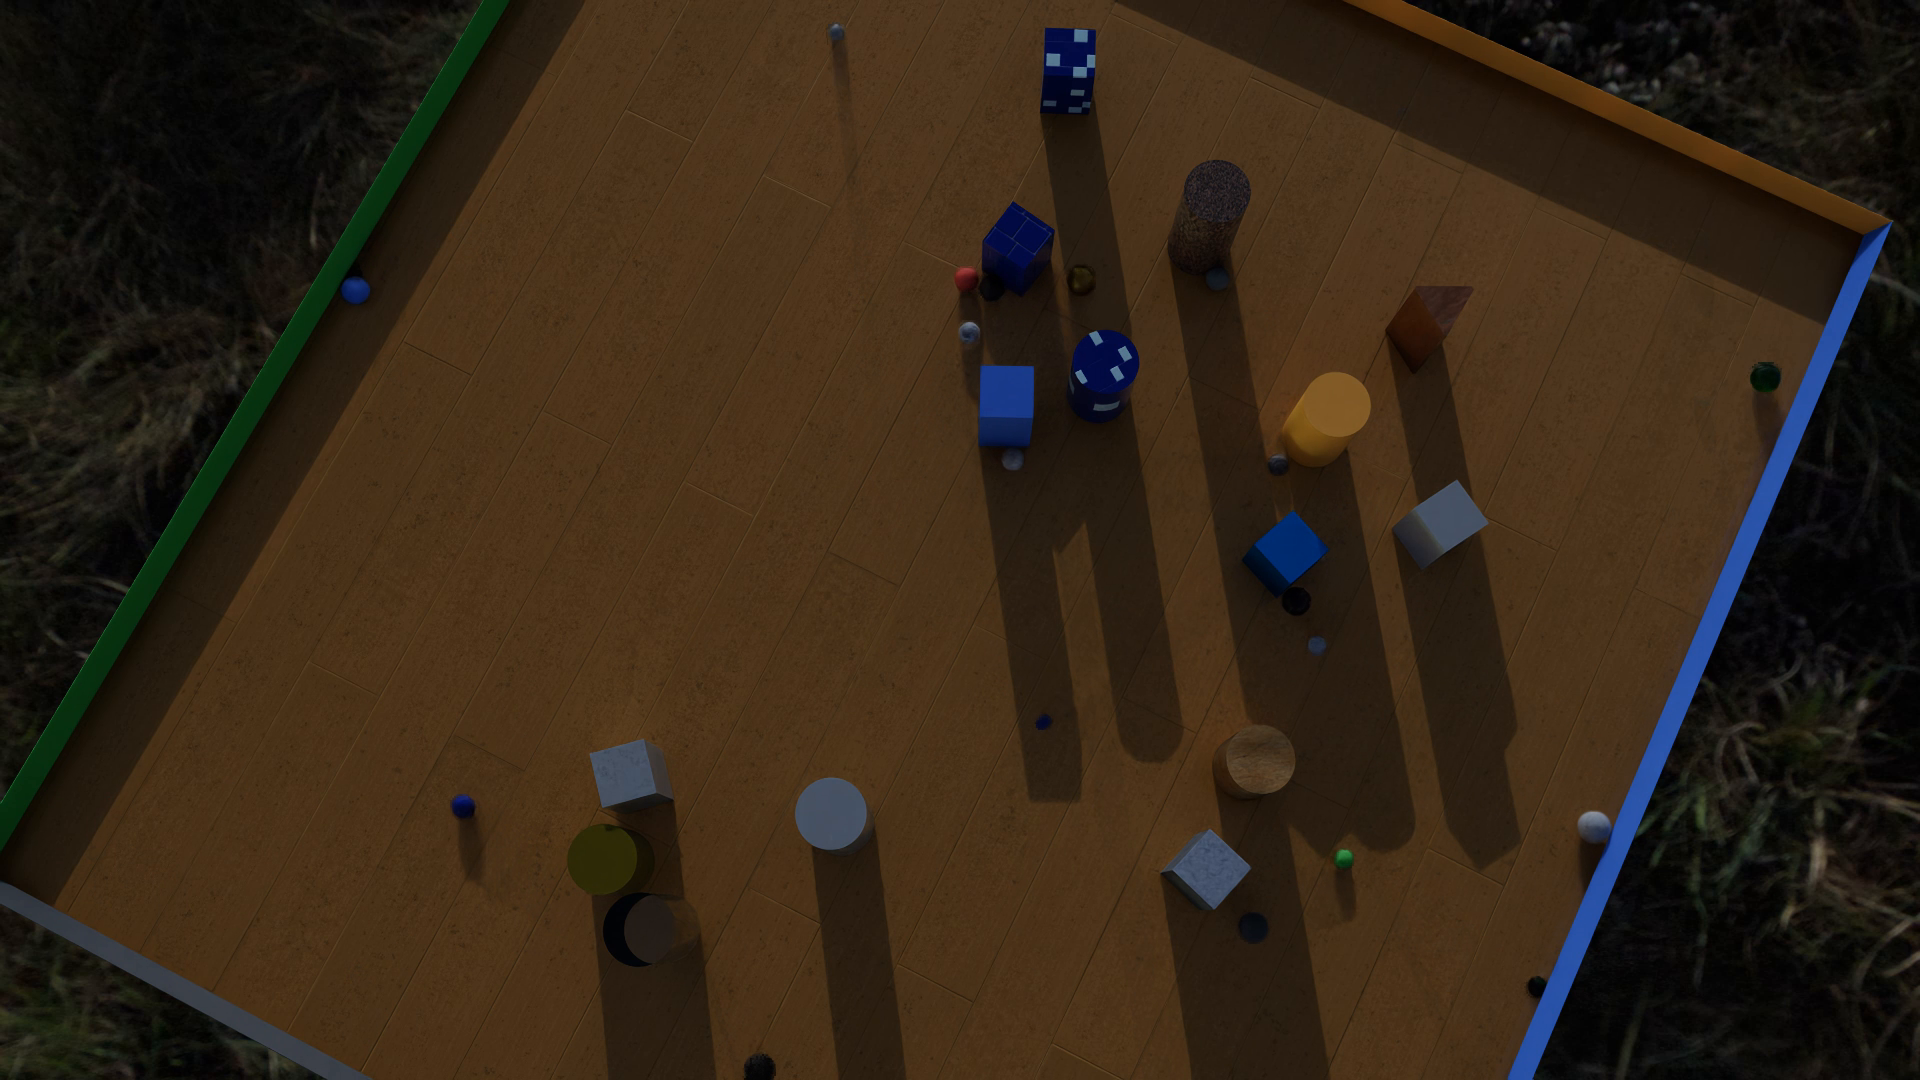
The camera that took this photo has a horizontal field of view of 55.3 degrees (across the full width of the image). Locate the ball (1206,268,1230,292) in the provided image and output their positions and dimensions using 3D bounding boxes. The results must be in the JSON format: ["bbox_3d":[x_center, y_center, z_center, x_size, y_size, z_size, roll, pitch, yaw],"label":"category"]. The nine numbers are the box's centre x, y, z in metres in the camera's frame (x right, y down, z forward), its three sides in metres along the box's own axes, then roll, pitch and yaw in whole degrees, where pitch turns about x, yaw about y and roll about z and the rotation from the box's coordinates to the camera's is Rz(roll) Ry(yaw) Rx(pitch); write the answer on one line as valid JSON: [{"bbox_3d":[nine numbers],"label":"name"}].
[{"bbox_3d":[0.811,-0.818,5.747,0.075,0.075,0.075,0,78,0],"label":"ball"}]

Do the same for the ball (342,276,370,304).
[{"bbox_3d":[-1.891,-0.783,5.734,0.086,0.086,0.086,0,78,0],"label":"ball"}]

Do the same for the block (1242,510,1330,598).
[{"bbox_3d":[0.972,0.045,5.483,0.157,0.243,0.157,-40,81,-8],"label":"block"}]

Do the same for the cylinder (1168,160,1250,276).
[{"bbox_3d":[0.755,-0.977,5.590,0.196,0.448,0.196,0,78,0],"label":"cylinder"}]

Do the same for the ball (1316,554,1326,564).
[{"bbox_3d":[1.093,0.049,5.583,0.045,0.045,0.045,0,78,0],"label":"ball"}]

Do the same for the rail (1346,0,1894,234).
[{"bbox_3d":[0.972,-1.896,5.943,4.287,0.127,0.045,26,80,5],"label":"rail"}]

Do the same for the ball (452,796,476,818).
[{"bbox_3d":[-1.467,0.789,5.419,0.067,0.067,0.067,0,78,0],"label":"ball"}]

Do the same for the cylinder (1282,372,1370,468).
[{"bbox_3d":[1.096,-0.357,5.505,0.196,0.364,0.196,0,78,0],"label":"cylinder"}]

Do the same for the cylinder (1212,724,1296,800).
[{"bbox_3d":[0.851,0.650,5.330,0.196,0.298,0.196,0,78,0],"label":"cylinder"}]

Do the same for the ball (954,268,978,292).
[{"bbox_3d":[0.021,-0.817,5.747,0.075,0.075,0.075,0,78,0],"label":"ball"}]

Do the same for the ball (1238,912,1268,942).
[{"bbox_3d":[0.856,1.127,5.340,0.085,0.085,0.085,0,78,0],"label":"ball"}]

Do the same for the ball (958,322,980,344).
[{"bbox_3d":[0.029,-0.646,5.715,0.068,0.068,0.068,0,78,0],"label":"ball"}]

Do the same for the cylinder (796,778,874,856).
[{"bbox_3d":[-0.352,0.792,5.220,0.196,0.455,0.196,0,78,0],"label":"cylinder"}]

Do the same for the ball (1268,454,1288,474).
[{"bbox_3d":[0.978,-0.235,5.633,0.062,0.062,0.062,0,78,0],"label":"ball"}]

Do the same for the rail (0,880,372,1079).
[{"bbox_3d":[-0.972,1.910,5.155,4.287,0.127,0.045,26,80,5],"label":"rail"}]

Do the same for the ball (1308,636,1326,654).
[{"bbox_3d":[1.077,0.317,5.524,0.054,0.054,0.054,0,78,0],"label":"ball"}]

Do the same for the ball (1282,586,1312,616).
[{"bbox_3d":[1.016,0.185,5.534,0.087,0.087,0.087,0,78,0],"label":"ball"}]

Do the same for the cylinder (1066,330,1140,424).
[{"bbox_3d":[0.430,-0.492,5.552,0.196,0.326,0.196,0,78,0],"label":"cylinder"}]

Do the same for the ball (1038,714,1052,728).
[{"bbox_3d":[0.253,0.543,5.482,0.043,0.043,0.043,0,78,0],"label":"ball"}]

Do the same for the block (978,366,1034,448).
[{"bbox_3d":[0.137,-0.400,5.526,0.157,0.339,0.157,1,78,0],"label":"block"}]

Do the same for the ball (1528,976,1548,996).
[{"bbox_3d":[1.677,1.296,5.319,0.057,0.057,0.057,0,78,0],"label":"ball"}]

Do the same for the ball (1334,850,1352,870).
[{"bbox_3d":[1.128,0.940,5.393,0.056,0.056,0.056,0,78,0],"label":"ball"}]

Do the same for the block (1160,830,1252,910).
[{"bbox_3d":[0.702,0.948,5.256,0.157,0.321,0.157,43,81,8],"label":"block"}]

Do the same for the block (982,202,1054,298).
[{"bbox_3d":[0.178,-0.896,5.671,0.157,0.256,0.157,36,81,7],"label":"block"}]

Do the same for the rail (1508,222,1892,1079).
[{"bbox_3d":[1.896,0.935,5.357,0.045,0.127,4.392,26,80,5],"label":"rail"}]

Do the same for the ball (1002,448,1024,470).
[{"bbox_3d":[0.160,-0.248,5.633,0.068,0.068,0.068,0,78,0],"label":"ball"}]

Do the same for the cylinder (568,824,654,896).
[{"bbox_3d":[-1.000,0.923,5.271,0.196,0.303,0.196,0,78,0],"label":"cylinder"}]

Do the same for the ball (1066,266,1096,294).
[{"bbox_3d":[0.379,-0.814,5.739,0.090,0.090,0.090,0,78,0],"label":"ball"}]

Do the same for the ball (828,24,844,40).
[{"bbox_3d":[-0.399,-1.642,5.930,0.051,0.051,0.051,0,78,0],"label":"ball"}]

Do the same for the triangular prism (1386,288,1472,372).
[{"bbox_3d":[1.398,-0.666,5.558,0.147,0.386,0.170,30,80,6],"label":"triangular prism"}]

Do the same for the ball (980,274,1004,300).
[{"bbox_3d":[0.100,-0.790,5.739,0.081,0.081,0.081,0,78,0],"label":"ball"}]

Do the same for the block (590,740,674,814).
[{"bbox_3d":[-0.947,0.688,5.308,0.157,0.325,0.157,-15,79,-3],"label":"block"}]

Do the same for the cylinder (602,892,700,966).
[{"bbox_3d":[-0.860,1.093,5.147,0.196,0.476,0.196,0,78,0],"label":"cylinder"}]

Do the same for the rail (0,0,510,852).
[{"bbox_3d":[-1.896,-0.922,5.741,0.045,0.127,4.392,26,80,5],"label":"rail"}]

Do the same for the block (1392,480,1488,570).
[{"bbox_3d":[1.433,-0.042,5.481,0.157,0.282,0.157,-33,80,-6],"label":"block"}]

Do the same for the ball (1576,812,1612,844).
[{"bbox_3d":[1.866,0.846,5.392,0.096,0.096,0.096,0,78,0],"label":"ball"}]

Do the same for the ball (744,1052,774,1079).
[{"bbox_3d":[-0.576,1.516,5.258,0.088,0.088,0.088,0,78,0],"label":"ball"}]

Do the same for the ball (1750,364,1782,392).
[{"bbox_3d":[2.495,-0.501,5.675,0.089,0.089,0.089,0,78,0],"label":"ball"}]

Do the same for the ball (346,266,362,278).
[{"bbox_3d":[-1.905,-0.841,5.766,0.048,0.048,0.048,0,78,0],"label":"ball"}]

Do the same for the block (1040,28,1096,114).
[{"bbox_3d":[0.339,-1.477,5.783,0.157,0.273,0.157,2,78,0],"label":"block"}]
